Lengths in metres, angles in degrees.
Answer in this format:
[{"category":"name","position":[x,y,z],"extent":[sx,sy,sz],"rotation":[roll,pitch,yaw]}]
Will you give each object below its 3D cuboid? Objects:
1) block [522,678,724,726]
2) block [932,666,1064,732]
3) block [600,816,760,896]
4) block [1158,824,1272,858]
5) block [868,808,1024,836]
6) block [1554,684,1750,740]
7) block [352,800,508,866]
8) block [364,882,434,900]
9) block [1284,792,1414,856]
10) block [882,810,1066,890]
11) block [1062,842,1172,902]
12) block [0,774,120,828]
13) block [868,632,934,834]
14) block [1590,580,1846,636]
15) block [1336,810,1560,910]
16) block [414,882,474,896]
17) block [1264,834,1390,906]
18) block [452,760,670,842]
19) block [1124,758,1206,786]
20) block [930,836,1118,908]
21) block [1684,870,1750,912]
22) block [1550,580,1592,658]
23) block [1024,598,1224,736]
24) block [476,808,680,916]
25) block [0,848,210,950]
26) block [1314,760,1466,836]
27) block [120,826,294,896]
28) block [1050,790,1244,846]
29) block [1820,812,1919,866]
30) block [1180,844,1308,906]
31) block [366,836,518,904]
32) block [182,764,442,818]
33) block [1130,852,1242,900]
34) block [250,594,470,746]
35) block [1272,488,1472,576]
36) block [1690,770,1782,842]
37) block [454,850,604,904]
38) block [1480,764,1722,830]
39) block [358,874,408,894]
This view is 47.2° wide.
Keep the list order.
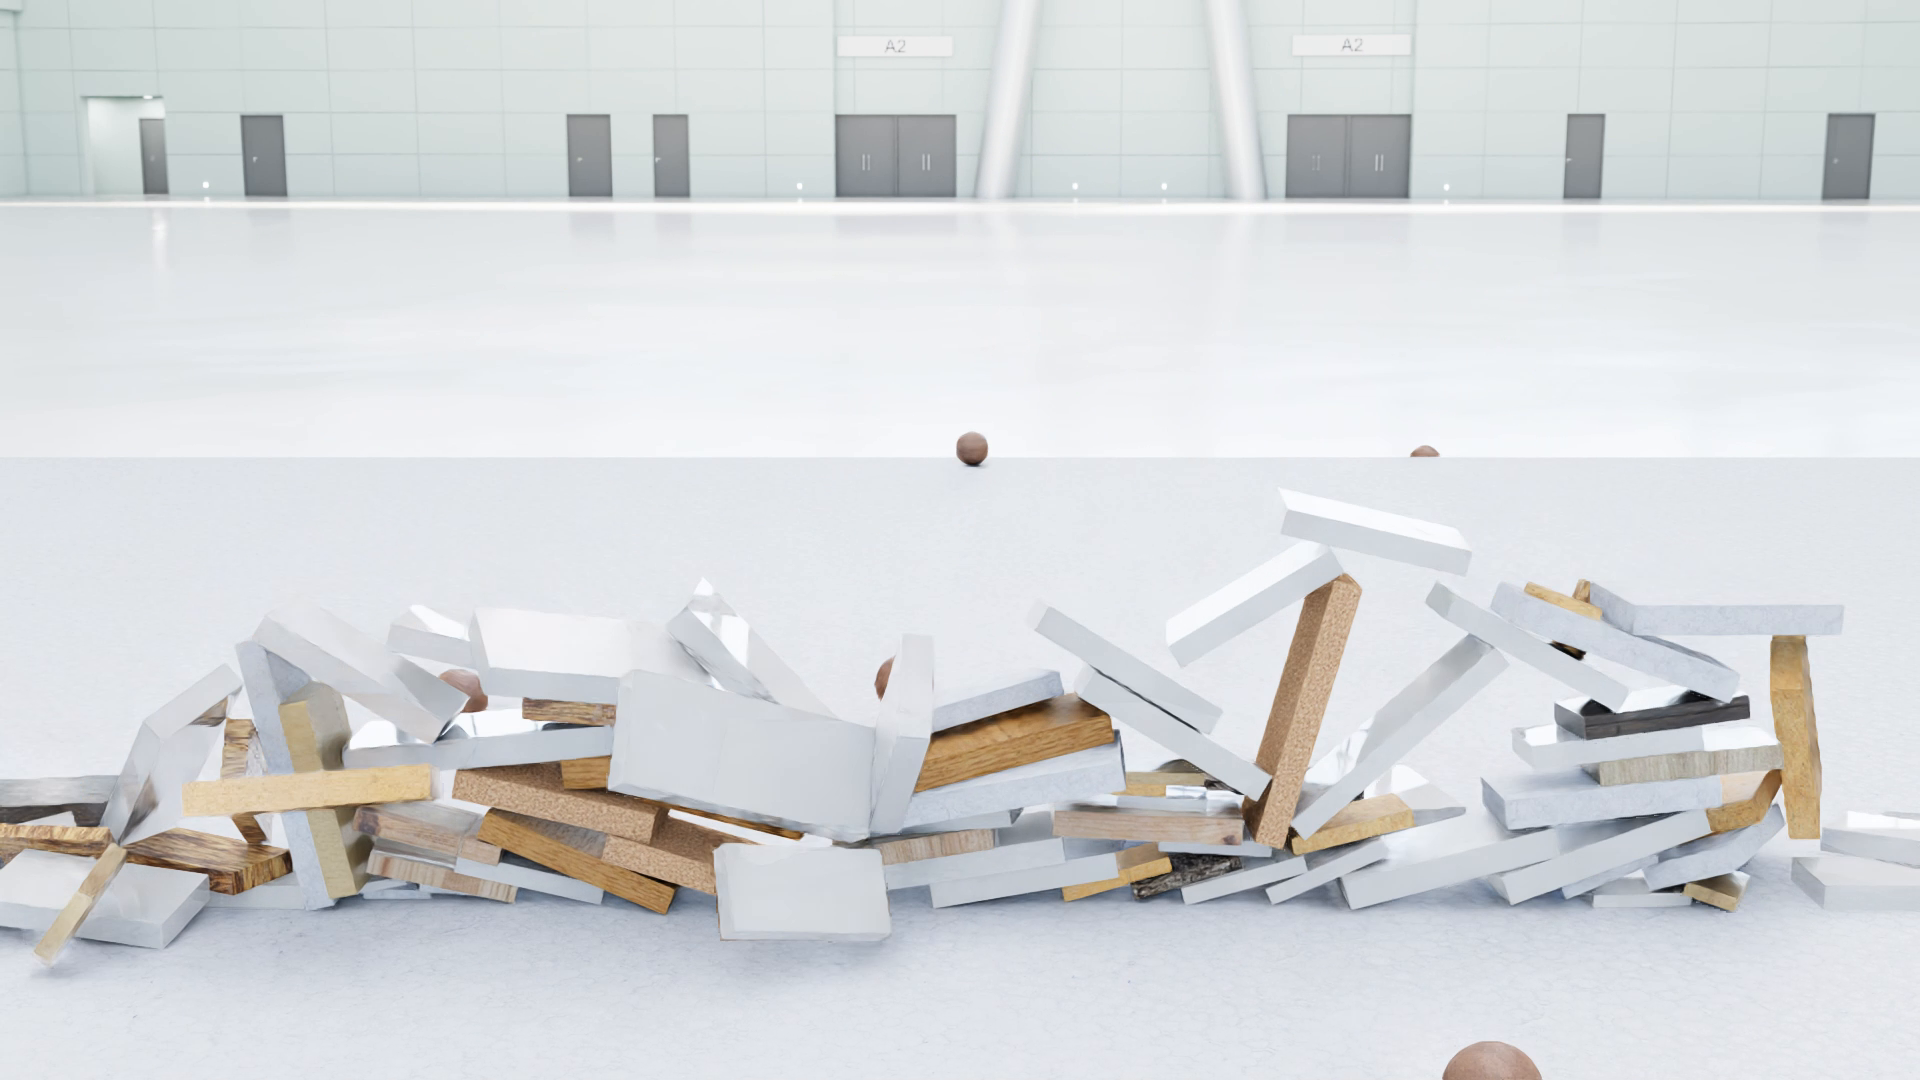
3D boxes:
[{"category":"block","position":[-0.525,0.262,3.612],"extent":[0.354,0.050,0.177],"rotation":[4,9,-1]},{"category":"block","position":[0.026,0.269,3.673],"extent":[0.267,0.038,0.134],"rotation":[-15,5,-15]},{"category":"block","position":[-0.410,0.529,3.625],"extent":[0.330,0.047,0.165],"rotation":[17,11,1]},{"category":"block","position":[0.421,0.495,3.650],"extent":[0.184,0.026,0.092],"rotation":[3,10,2]},{"category":"block","position":[-0.028,0.443,3.644],"extent":[0.266,0.038,0.133],"rotation":[-6,11,18]},{"category":"block","position":[1.136,0.279,3.617],"extent":[0.275,0.039,0.138],"rotation":[-7,7,-5]},{"category":"block","position":[-0.863,0.473,3.626],"extent":[0.242,0.034,0.121],"rotation":[15,11,-1]},{"category":"block","position":[-0.933,0.582,3.669],"extent":[0.110,0.016,0.055],"rotation":[0,11,-1]},{"category":"block","position":[0.640,0.472,3.659],"extent":[0.207,0.029,0.104],"rotation":[-13,10,-4]},{"category":"block","position":[0.019,0.514,3.656],"extent":[0.307,0.043,0.153],"rotation":[-9,10,4]},{"category":"block","position":[0.258,0.551,3.669],"extent":[0.184,0.026,0.092],"rotation":[-16,11,1]},{"category":"block","position":[-1.644,0.488,4.080],"extent":[0.358,0.051,0.179],"rotation":[-2,11,-10]},{"category":"block","position":[-0.092,0.301,3.373],"extent":[0.048,0.171,0.342],"rotation":[6,-32,-7]},{"category":"block","position":[1.234,0.110,3.596],"extent":[0.352,0.050,0.176],"rotation":[0,12,-7]},{"category":"block","position":[0.799,0.520,3.651],"extent":[0.347,0.049,0.174],"rotation":[-15,9,3]},{"category":"block","position":[-0.847,0.573,3.657],"extent":[0.110,0.016,0.055],"rotation":[9,7,-23]},{"category":"block","position":[0.602,0.535,3.653],"extent":[0.207,0.029,0.103],"rotation":[-24,9,5]},{"category":"block","position":[-0.651,0.415,3.627],"extent":[0.330,0.047,0.165],"rotation":[12,11,1]},{"category":"block","position":[0.324,0.382,3.625],"extent":[0.147,0.021,0.073],"rotation":[2,11,-7]},{"category":"block","position":[0.104,0.542,3.667],"extent":[0.307,0.043,0.153],"rotation":[-10,10,1]},{"category":"block","position":[1.253,0.570,3.639],"extent":[0.082,0.023,0.164],"rotation":[18,13,24]},{"category":"block","position":[1.051,0.136,3.722],"extent":[0.062,0.124,0.018],"rotation":[29,-7,-22]},{"category":"block","position":[0.266,0.207,3.626],"extent":[0.333,0.047,0.166],"rotation":[31,0,-6]},{"category":"block","position":[-0.617,0.509,3.643],"extent":[0.330,0.047,0.165],"rotation":[23,11,-1]},{"category":"block","position":[-1.381,0.569,3.501],"extent":[0.315,0.045,0.158],"rotation":[7,21,6]},{"category":"block","position":[0.801,0.480,4.134],"extent":[0.165,0.047,0.330],"rotation":[-2,11,-12]},{"category":"block","position":[-1.259,0.534,3.664],"extent":[0.265,0.038,0.133],"rotation":[5,12,27]},{"category":"block","position":[0.306,0.453,3.644],"extent":[0.307,0.043,0.153],"rotation":[3,11,0]},{"category":"block","position":[1.635,0.515,3.734],"extent":[0.293,0.042,0.147],"rotation":[5,8,37]},{"category":"block","position":[0.467,0.549,3.655],"extent":[0.207,0.029,0.103],"rotation":[-16,10,4]},{"category":"block","position":[-0.853,0.541,3.660],"extent":[0.242,0.034,0.121],"rotation":[13,11,-7]},{"category":"block","position":[-0.984,0.384,3.359],"extent":[0.357,0.051,0.179],"rotation":[-4,-7,-9]},{"category":"block","position":[0.372,0.546,3.661],"extent":[0.184,0.026,0.092],"rotation":[-16,10,1]},{"category":"block","position":[-0.969,0.209,3.570],"extent":[0.329,0.047,0.165],"rotation":[32,10,-5]},{"category":"block","position":[0.668,-0.014,3.580],"extent":[0.304,0.043,0.152],"rotation":[13,14,-1]},{"category":"block","position":[1.321,0.446,3.786],"extent":[0.146,0.041,0.292],"rotation":[-22,-1,29]},{"category":"block","position":[-0.708,0.542,3.661],"extent":[0.242,0.034,0.121],"rotation":[14,11,-5]},{"category":"block","position":[1.054,0.414,3.630],"extent":[0.347,0.049,0.174],"rotation":[-6,7,1]},{"category":"block","position":[-0.965,0.565,3.648],"extent":[0.110,0.016,0.055],"rotation":[-11,10,3]}]
